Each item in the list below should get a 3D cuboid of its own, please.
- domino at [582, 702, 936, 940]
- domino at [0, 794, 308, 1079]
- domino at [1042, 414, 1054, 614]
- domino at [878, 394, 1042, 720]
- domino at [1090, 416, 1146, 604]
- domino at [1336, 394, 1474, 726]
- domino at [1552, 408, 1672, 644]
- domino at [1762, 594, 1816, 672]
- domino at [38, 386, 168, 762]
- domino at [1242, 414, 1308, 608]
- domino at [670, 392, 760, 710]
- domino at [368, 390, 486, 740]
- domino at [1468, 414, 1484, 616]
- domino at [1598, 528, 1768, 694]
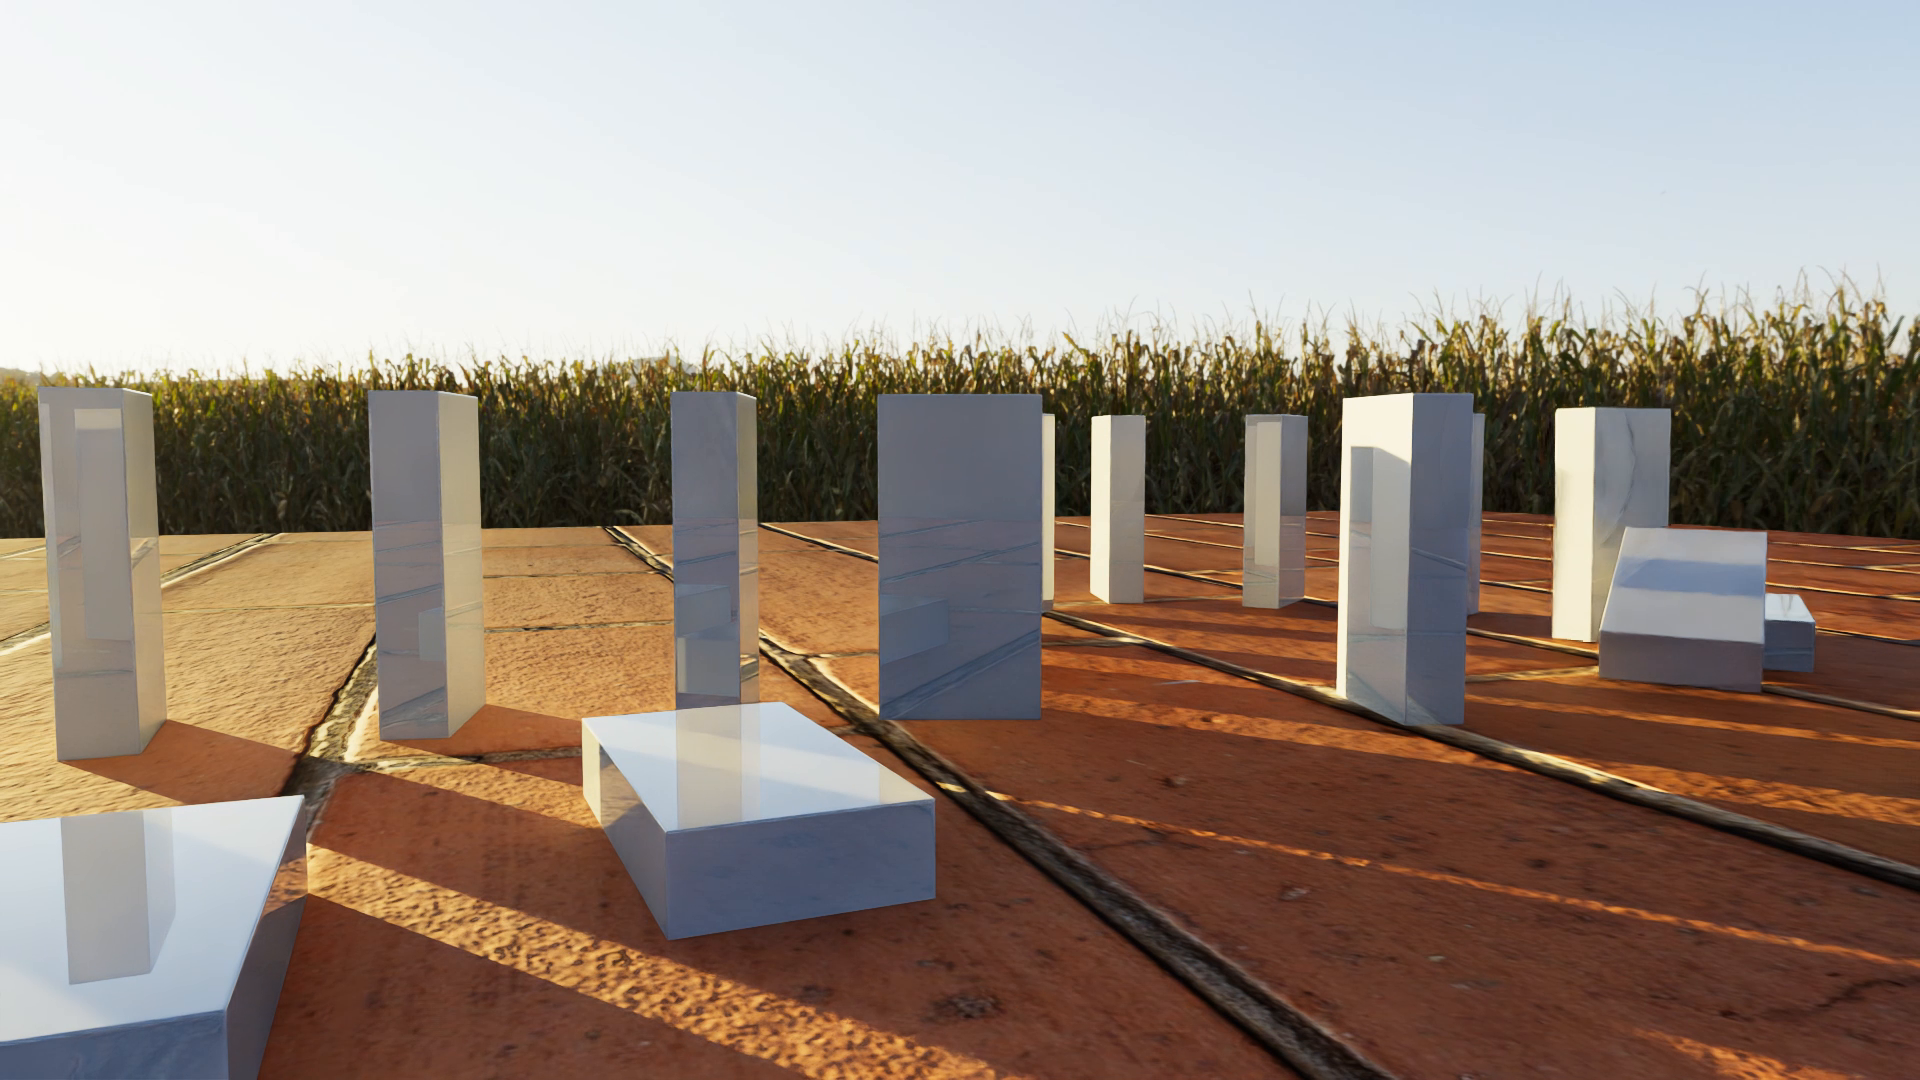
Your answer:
[{"bbox_3d":[-0.024,0.028,0.138,0.025,0.010,0.050,-2,5,-24],"label":"domino"},{"bbox_3d":[-0.064,0.031,0.094,0.025,0.009,0.050,-2,5,-22],"label":"domino"},{"bbox_3d":[0.011,-0.007,0.329,0.025,0.050,0.009,2,5,24],"label":"domino"},{"bbox_3d":[0.000,0.002,0.201,0.025,0.050,0.009,0,4,0],"label":"domino"},{"bbox_3d":[0.043,-0.009,0.353,0.009,0.050,0.025,0,4,-5],"label":"domino"},{"bbox_3d":[0.070,0.002,0.205,0.009,0.050,0.025,-1,4,-7],"label":"domino"},{"bbox_3d":[0.143,-0.004,0.282,0.025,0.050,0.009,-2,4,-27],"label":"domino"},{"bbox_3d":[0.161,0.018,0.266,0.025,0.010,0.050,2,5,30],"label":"domino"},{"bbox_3d":[-0.122,0.004,0.183,0.009,0.050,0.025,-2,5,-24],"label":"domino"},{"bbox_3d":[0.084,-0.008,0.342,0.010,0.050,0.025,2,5,30],"label":"domino"},{"bbox_3d":[-0.037,0.003,0.199,0.010,0.050,0.025,0,4,-3],"label":"domino"},{"bbox_3d":[-0.081,0.003,0.195,0.009,0.050,0.025,-1,4,-9],"label":"domino"},{"bbox_3d":[0.118,-0.006,0.316,0.025,0.050,0.010,-4,6,-44],"label":"domino"},{"bbox_3d":[0.138,0.012,0.243,0.025,0.009,0.050,3,24,31],"label":"domino"}]
